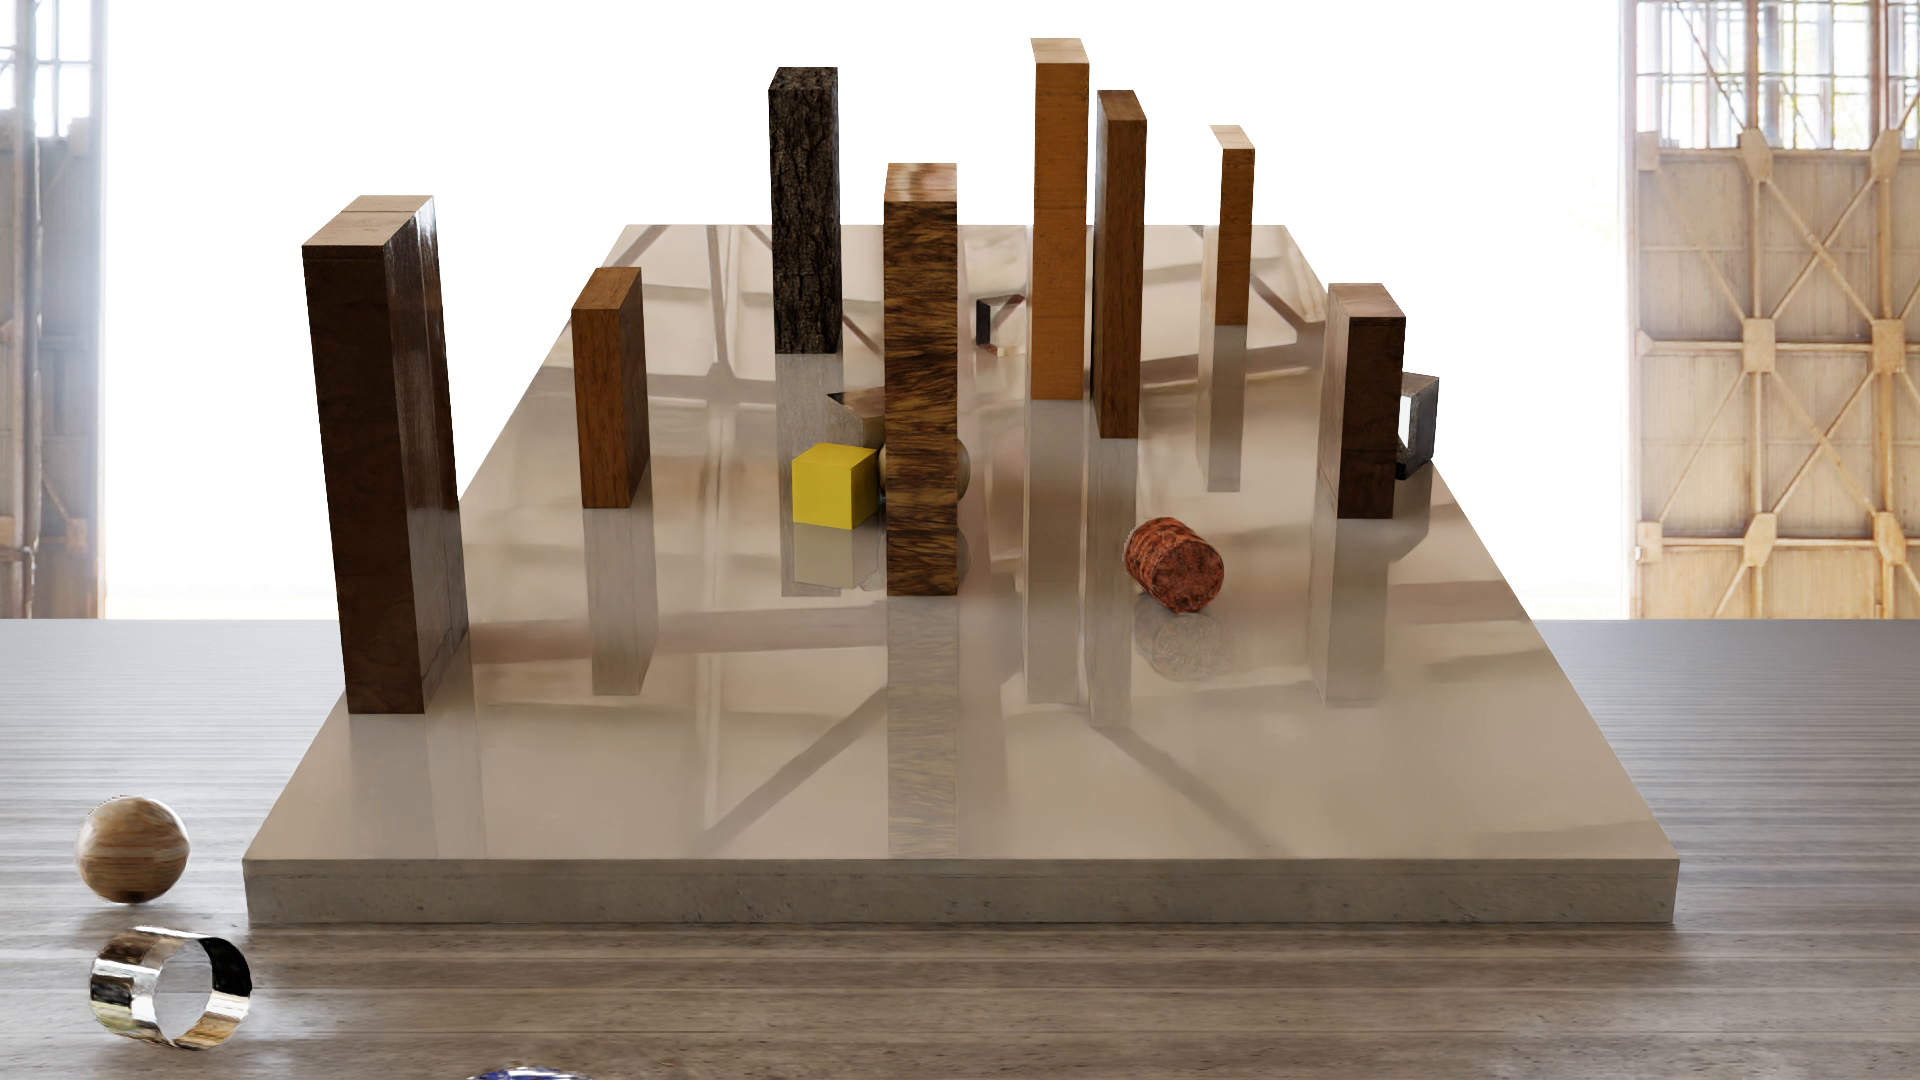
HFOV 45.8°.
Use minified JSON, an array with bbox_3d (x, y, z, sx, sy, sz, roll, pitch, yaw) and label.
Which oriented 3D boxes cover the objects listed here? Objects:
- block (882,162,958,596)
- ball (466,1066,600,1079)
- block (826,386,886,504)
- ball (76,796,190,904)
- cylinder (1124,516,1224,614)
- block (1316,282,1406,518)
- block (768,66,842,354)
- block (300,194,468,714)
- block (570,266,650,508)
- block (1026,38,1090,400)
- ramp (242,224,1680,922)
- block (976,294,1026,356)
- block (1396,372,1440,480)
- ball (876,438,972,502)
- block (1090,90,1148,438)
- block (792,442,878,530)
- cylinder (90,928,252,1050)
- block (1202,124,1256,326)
[{"bbox_3d":[-0.068,-0.294,4.109,0.126,0.715,0.337,0,21,0],"label":"block"},{"bbox_3d":[-0.225,0.374,1.176,0.198,0.198,0.198,0,-2,0],"label":"ball"},{"bbox_3d":[-0.150,-0.195,4.604,0.183,0.183,0.183,-10,23,-25],"label":"block"},{"bbox_3d":[-1.234,0.463,3.393,0.160,0.160,0.160,0,-2,0],"label":"ball"},{"bbox_3d":[0.380,0.044,4.038,0.134,0.134,0.134,1,19,-20],"label":"cylinder"},{"bbox_3d":[0.793,-0.280,4.513,0.109,0.408,0.268,0,21,0],"label":"block"},{"bbox_3d":[-0.378,-0.817,5.611,0.150,0.641,0.352,0,21,0],"label":"block"},{"bbox_3d":[-0.909,-0.141,3.639,0.120,0.756,0.357,0,21,0],"label":"block"},{"bbox_3d":[-0.703,-0.313,4.596,0.093,0.407,0.340,0,21,0],"label":"block"},{"bbox_3d":[0.222,-0.747,5.253,0.120,0.762,0.391,0,21,0],"label":"block"},{"bbox_3d":[-0.005,-0.211,5.051,2.000,0.100,4.000,0,21,0],"label":"ramp"},{"bbox_3d":[0.118,-0.528,5.590,0.117,0.117,0.117,-10,23,-25],"label":"block"},{"bbox_3d":[0.882,-0.248,4.756,0.178,0.178,0.178,12,23,28],"label":"block"},{"bbox_3d":[-0.070,-0.137,4.446,0.185,0.185,0.185,0,-2,0],"label":"ball"},{"bbox_3d":[0.345,-0.611,4.995,0.082,0.690,0.388,0,21,0],"label":"block"},{"bbox_3d":[-0.244,-0.107,4.449,0.125,0.125,0.125,8,22,21],"label":"block"},{"bbox_3d":[-0.797,0.452,2.297,0.112,0.112,0.112,-2,-2,38],"label":"cylinder"},{"bbox_3d":[0.693,-0.820,5.891,0.084,0.453,0.336,0,21,0],"label":"block"}]
